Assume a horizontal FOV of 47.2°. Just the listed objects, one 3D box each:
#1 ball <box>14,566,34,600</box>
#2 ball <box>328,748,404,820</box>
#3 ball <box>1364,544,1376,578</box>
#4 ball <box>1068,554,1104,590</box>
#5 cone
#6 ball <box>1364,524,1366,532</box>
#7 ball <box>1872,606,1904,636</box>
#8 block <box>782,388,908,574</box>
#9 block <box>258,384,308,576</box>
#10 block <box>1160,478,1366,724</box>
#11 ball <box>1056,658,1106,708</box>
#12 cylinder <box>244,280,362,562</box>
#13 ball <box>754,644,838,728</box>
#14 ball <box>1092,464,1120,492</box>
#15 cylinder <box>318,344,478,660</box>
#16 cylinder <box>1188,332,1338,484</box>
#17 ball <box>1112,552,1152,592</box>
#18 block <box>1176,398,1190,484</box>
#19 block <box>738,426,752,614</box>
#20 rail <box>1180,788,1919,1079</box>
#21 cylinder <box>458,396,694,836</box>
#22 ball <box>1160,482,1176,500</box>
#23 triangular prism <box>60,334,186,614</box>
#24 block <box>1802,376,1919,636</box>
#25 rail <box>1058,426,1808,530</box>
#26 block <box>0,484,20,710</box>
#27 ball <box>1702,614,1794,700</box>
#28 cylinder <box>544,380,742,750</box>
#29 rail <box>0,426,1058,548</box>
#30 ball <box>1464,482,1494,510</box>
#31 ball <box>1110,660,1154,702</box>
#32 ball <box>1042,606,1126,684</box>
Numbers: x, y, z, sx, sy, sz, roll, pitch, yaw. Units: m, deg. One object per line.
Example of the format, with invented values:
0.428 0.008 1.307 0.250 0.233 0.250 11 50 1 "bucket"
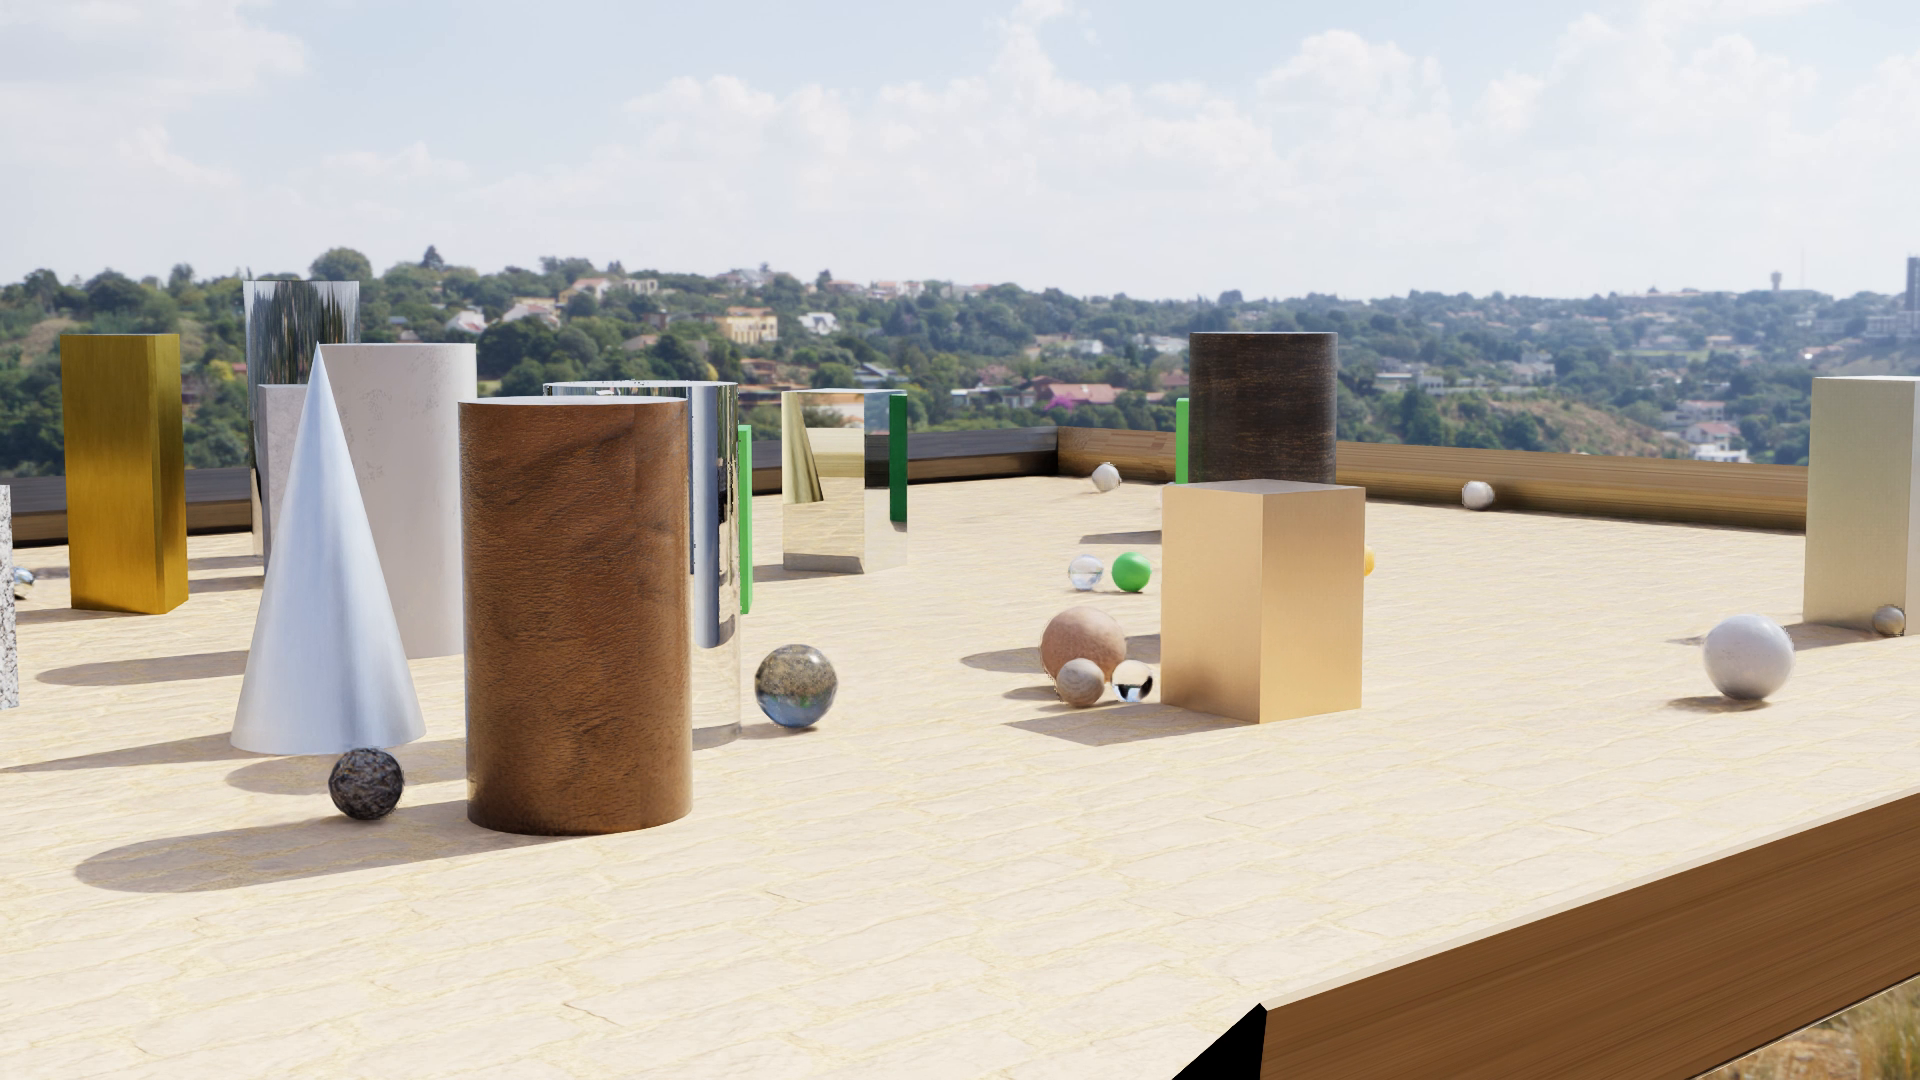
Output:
-1.462 0.066 3.406 0.051 0.051 0.051 0 6 0 "ball"
-0.521 0.214 1.931 0.064 0.064 0.064 0 6 0 "ball"
0.654 0.034 3.641 0.066 0.066 0.066 0 6 0 "ball"
0.202 0.052 3.515 0.058 0.058 0.058 0 6 0 "ball"
-0.663 0.000 2.292 0.199 0.414 0.199 0 6 0 "cone"
0.736 -0.022 4.178 0.068 0.068 0.068 0 6 0 "ball"
1.273 0.112 3.013 0.041 0.041 0.041 0 6 0 "ball"
-0.199 -0.105 3.820 0.160 0.307 0.160 3 7 25 "block"
-1.075 -0.096 3.664 0.160 0.321 0.160 -2 6 -22 "block"
0.340 0.064 2.476 0.160 0.249 0.160 -4 7 -37 "block"
0.136 0.161 2.480 0.055 0.055 0.055 0 6 0 "ball"
-1.180 -0.216 3.967 0.199 0.498 0.199 0 6 0 "cylinder"
-0.176 0.156 2.357 0.090 0.090 0.090 0 6 0 "ball"
0.360 -0.152 5.424 0.068 0.068 0.068 0 6 0 "ball"
-0.735 -0.057 2.897 0.199 0.401 0.199 0 6 0 "cylinder"
0.410 -0.074 2.994 0.199 0.415 0.199 0 6 0 "cylinder"
0.272 0.051 3.496 0.064 0.064 0.064 0 6 0 "ball"
0.515 -0.147 4.414 0.160 0.268 0.160 1 6 7 "block"
-0.396 -0.033 3.306 0.160 0.270 0.160 0 6 -3 "block"
1.213 0.170 2.024 4.077 0.130 0.045 -5 8 -42 "rail"
-0.339 0.059 1.950 0.199 0.367 0.199 0 6 0 "cylinder"
0.483 -0.104 5.020 0.055 0.055 0.055 0 6 0 "ball"
-1.226 -0.105 3.317 0.173 0.410 0.150 2 6 22 "triangular prism"
1.317 -0.053 3.110 0.160 0.351 0.160 -4 7 -34 "block"
1.481 -0.108 4.691 0.045 0.130 3.626 -5 8 -42 "rail"
-1.166 0.068 2.426 0.160 0.251 0.160 2 6 20 "block"
0.902 0.134 2.519 0.100 0.100 0.100 0 6 0 "ball"
-0.330 0.022 2.293 0.199 0.370 0.199 0 6 0 "cylinder"
-1.213 -0.102 4.640 4.077 0.130 0.045 -5 8 -42 "rail"
1.163 -0.099 4.928 0.066 0.066 0.066 0 6 0 "ball"
0.196 0.161 2.509 0.049 0.049 0.049 0 6 0 "ball"
0.145 0.127 2.589 0.100 0.100 0.100 0 6 0 "ball"
